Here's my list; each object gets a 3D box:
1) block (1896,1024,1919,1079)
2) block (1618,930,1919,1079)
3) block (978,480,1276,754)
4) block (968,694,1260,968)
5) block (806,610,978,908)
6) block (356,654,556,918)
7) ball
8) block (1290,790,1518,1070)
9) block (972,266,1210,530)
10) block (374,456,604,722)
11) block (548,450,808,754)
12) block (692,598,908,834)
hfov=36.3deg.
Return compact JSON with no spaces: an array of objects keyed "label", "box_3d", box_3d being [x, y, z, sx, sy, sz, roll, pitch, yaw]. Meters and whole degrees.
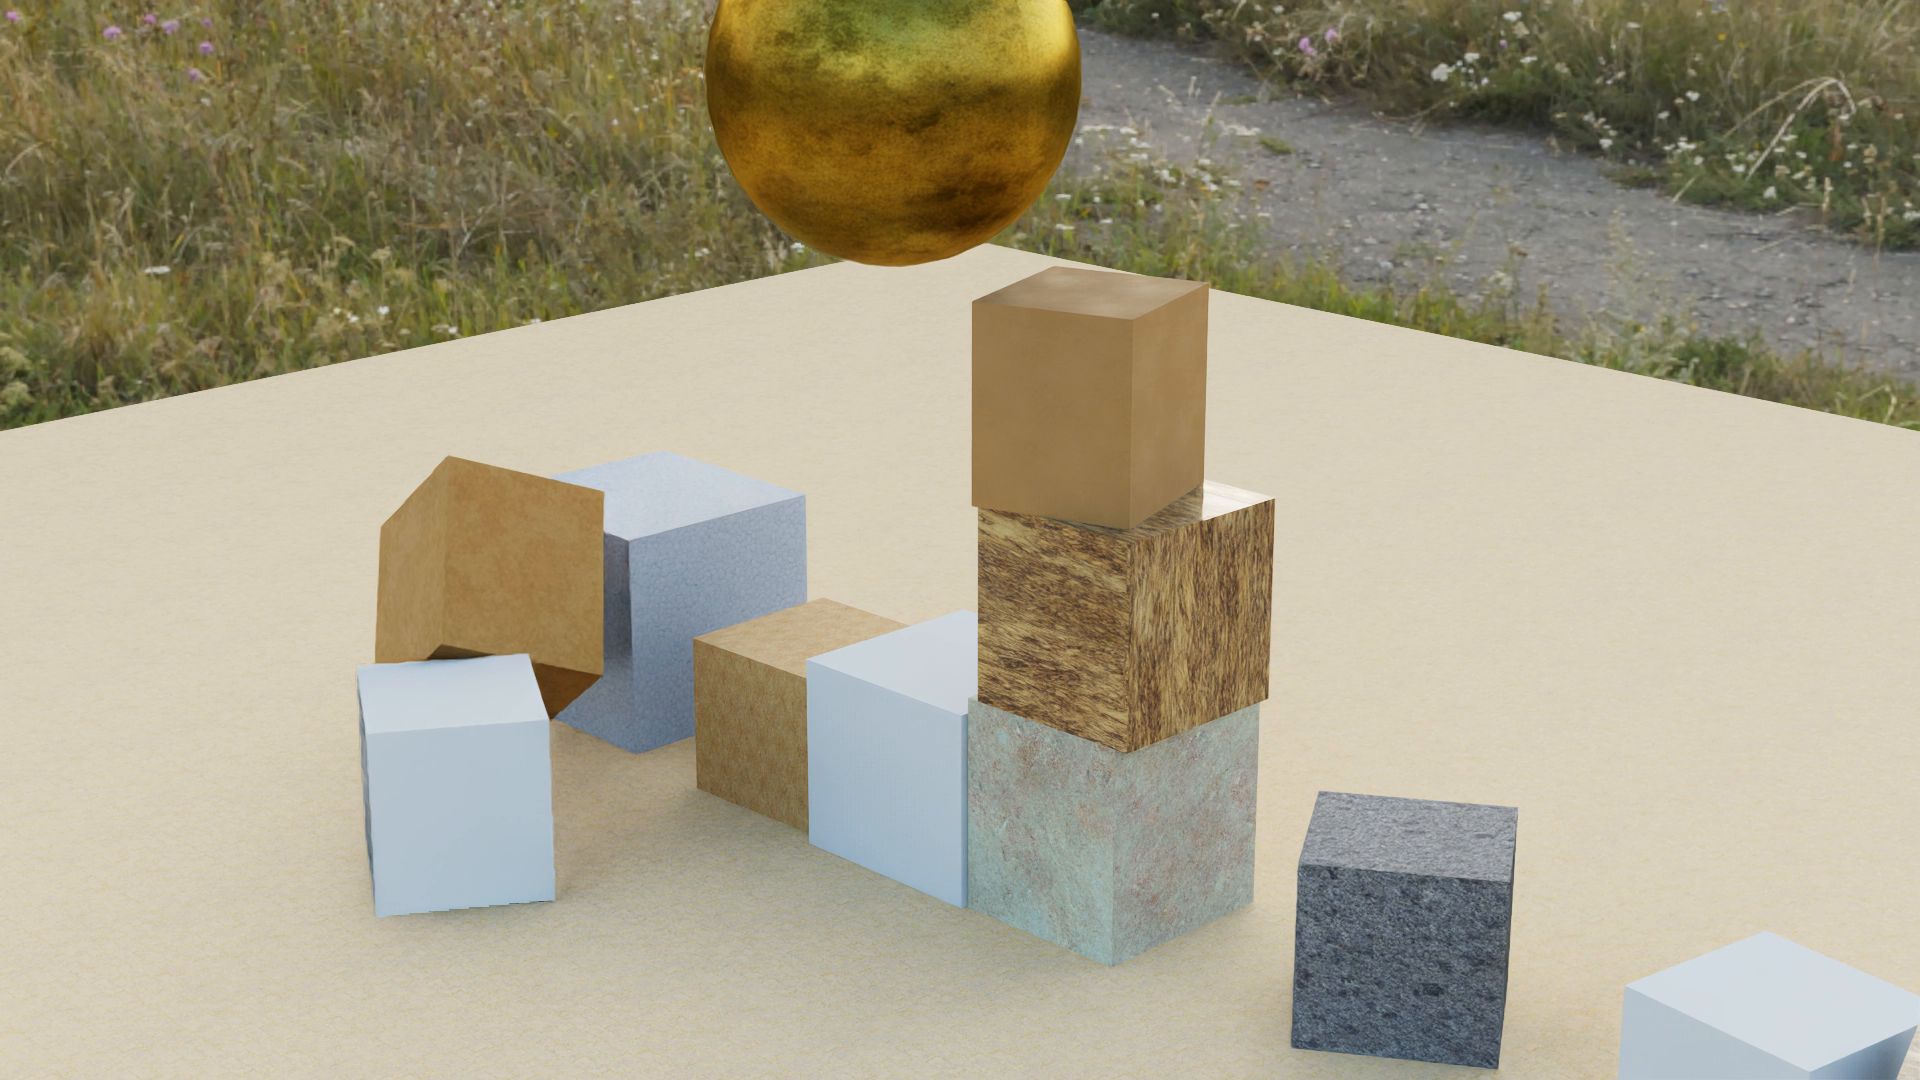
[{"label":"block","box_3d":[3.616,2.220,9.995,0.851,0.771,0.693,8,19,25]},{"label":"block","box_3d":[3.004,2.006,10.760,0.798,0.721,0.834,-12,21,-34]},{"label":"block","box_3d":[0.712,0.261,12.652,0.924,0.916,0.874,-17,24,-42]},{"label":"block","box_3d":[0.677,1.157,12.995,0.866,1.000,0.949,17,24,42]},{"label":"block","box_3d":[0.012,0.991,13.657,1.021,0.920,1.021,-16,24,-42]},{"label":"block","box_3d":[-2.306,1.102,13.374,0.791,0.871,0.894,-4,18,-13]},{"label":"ball","box_3d":[-0.281,-1.962,12.430,1.600,1.600,1.600,0,17,0]},{"label":"block","box_3d":[1.822,1.577,11.977,0.824,0.809,0.773,4,18,12]},{"label":"block","box_3d":[0.555,-0.620,12.449,0.733,0.887,0.784,9,20,26]},{"label":"block","box_3d":[-2.299,0.293,14.325,0.823,0.995,0.850,13,-31,-29]},{"label":"block","box_3d":[-1.637,0.296,15.506,1.160,1.138,1.196,-16,23,-41]},{"label":"block","box_3d":[-0.676,0.850,14.333,0.888,0.784,0.866,16,24,42]}]
